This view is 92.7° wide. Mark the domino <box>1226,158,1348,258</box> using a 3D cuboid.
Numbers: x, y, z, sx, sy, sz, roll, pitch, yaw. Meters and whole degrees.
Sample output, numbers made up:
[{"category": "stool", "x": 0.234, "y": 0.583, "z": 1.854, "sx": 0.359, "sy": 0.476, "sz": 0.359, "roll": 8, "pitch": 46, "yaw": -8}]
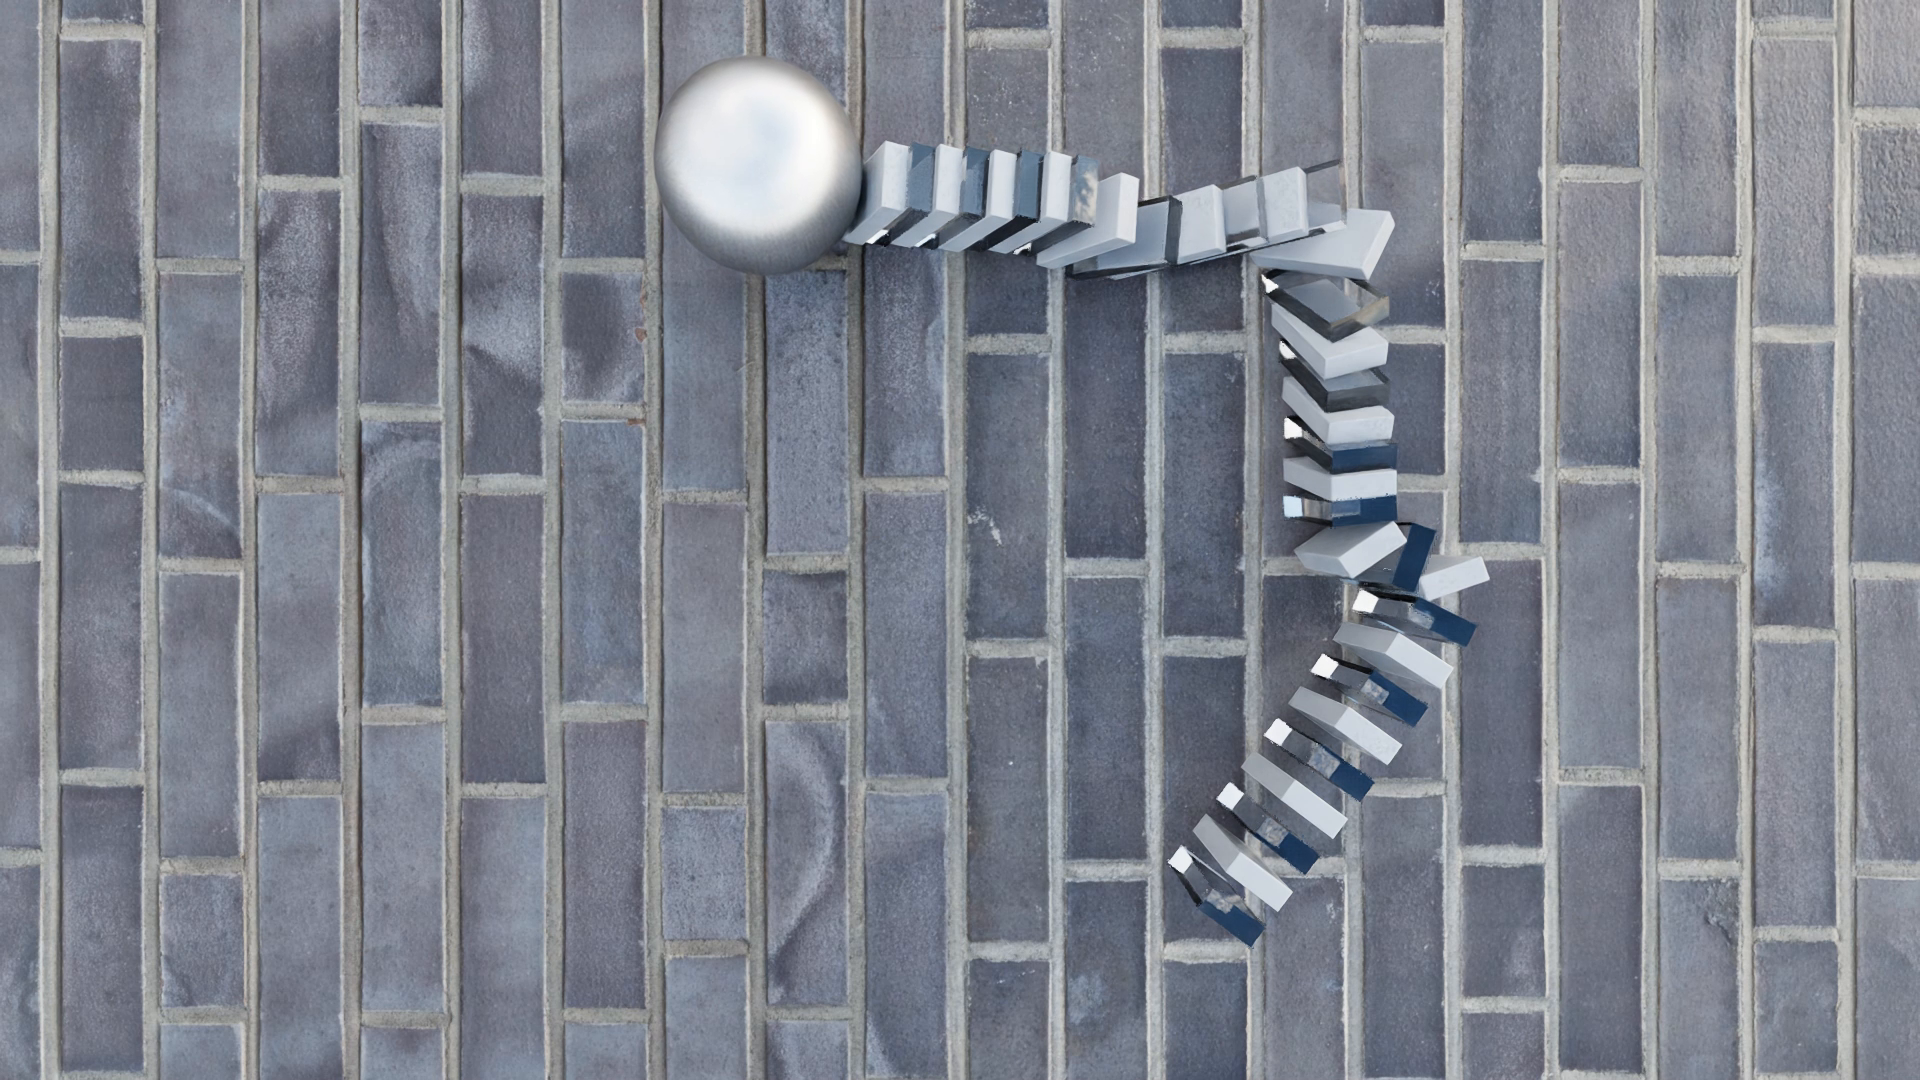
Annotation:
[{"category": "domino", "x": 0.133, "y": -0.137, "z": 0.380, "sx": 0.050, "sy": 0.010, "sz": 0.025, "roll": -4, "pitch": 86, "yaw": 38}]

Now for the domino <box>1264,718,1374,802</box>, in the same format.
[{"category": "domino", "x": 0.146, "y": 0.089, "z": 0.375, "sx": 0.025, "sy": 0.050, "sz": 0.010, "roll": 36, "pitch": 90, "yaw": 0}]

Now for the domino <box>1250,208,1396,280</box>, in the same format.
[{"category": "domino", "x": 0.149, "y": -0.124, "z": 0.380, "sx": 0.050, "sy": 0.010, "sz": 0.025, "roll": 25, "pitch": 89, "yaw": 42}]

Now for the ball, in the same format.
[{"category": "ball", "x": -0.079, "y": -0.145, "z": 0.360, "sx": 0.080, "sy": 0.080, "sz": 0.080, "roll": 0, "pitch": 90, "yaw": 0}]

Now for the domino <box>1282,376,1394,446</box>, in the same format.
[{"category": "domino", "x": 0.154, "y": -0.055, "z": 0.376, "sx": 0.025, "sy": 0.050, "sz": 0.009, "roll": -6, "pitch": 121, "yaw": 0}]

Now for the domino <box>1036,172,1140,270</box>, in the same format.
[{"category": "domino", "x": 0.051, "y": -0.130, "z": 0.377, "sx": 0.010, "sy": 0.050, "sz": 0.025, "roll": 4, "pitch": 90, "yaw": -34}]

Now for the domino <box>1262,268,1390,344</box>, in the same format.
[{"category": "domino", "x": 0.150, "y": -0.101, "z": 0.378, "sx": 0.025, "sy": 0.050, "sz": 0.010, "roll": -26, "pitch": 132, "yaw": 0}]

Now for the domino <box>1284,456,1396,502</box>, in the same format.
[{"category": "domino", "x": 0.154, "y": -0.026, "z": 0.375, "sx": 0.025, "sy": 0.050, "sz": 0.010, "roll": -6, "pitch": 103, "yaw": 0}]

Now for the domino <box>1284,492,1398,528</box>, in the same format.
[{"category": "domino", "x": 0.154, "y": -0.013, "z": 0.375, "sx": 0.025, "sy": 0.050, "sz": 0.010, "roll": -6, "pitch": 96, "yaw": 0}]

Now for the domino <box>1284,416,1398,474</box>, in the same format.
[{"category": "domino", "x": 0.155, "y": -0.041, "z": 0.375, "sx": 0.025, "sy": 0.050, "sz": 0.010, "roll": -6, "pitch": 113, "yaw": 0}]

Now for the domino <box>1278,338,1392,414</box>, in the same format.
[{"category": "domino", "x": 0.153, "y": -0.070, "z": 0.377, "sx": 0.025, "sy": 0.050, "sz": 0.010, "roll": -9, "pitch": 126, "yaw": 0}]

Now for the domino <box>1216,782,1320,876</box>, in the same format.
[{"category": "domino", "x": 0.125, "y": 0.117, "z": 0.375, "sx": 0.025, "sy": 0.050, "sz": 0.010, "roll": 37, "pitch": 90, "yaw": 0}]

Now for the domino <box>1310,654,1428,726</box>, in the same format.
[{"category": "domino", "x": 0.166, "y": 0.061, "z": 0.375, "sx": 0.025, "sy": 0.050, "sz": 0.010, "roll": 35, "pitch": 90, "yaw": 0}]

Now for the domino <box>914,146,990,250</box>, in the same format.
[{"category": "domino", "x": -0.004, "y": -0.139, "z": 0.375, "sx": 0.009, "sy": 0.050, "sz": 0.025, "roll": 4, "pitch": 90, "yaw": -25}]

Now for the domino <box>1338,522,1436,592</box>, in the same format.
[{"category": "domino", "x": 0.173, "y": 0.007, "z": 0.375, "sx": 0.010, "sy": 0.050, "sz": 0.025, "roll": 19, "pitch": 90, "yaw": 0}]

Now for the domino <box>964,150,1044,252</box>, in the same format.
[{"category": "domino", "x": 0.017, "y": -0.137, "z": 0.375, "sx": 0.009, "sy": 0.050, "sz": 0.025, "roll": 4, "pitch": 90, "yaw": -25}]

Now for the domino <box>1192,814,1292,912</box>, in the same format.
[{"category": "domino", "x": 0.114, "y": 0.131, "z": 0.375, "sx": 0.025, "sy": 0.050, "sz": 0.010, "roll": 37, "pitch": 90, "yaw": 0}]

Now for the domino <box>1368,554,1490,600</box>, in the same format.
[{"category": "domino", "x": 0.189, "y": 0.015, "z": 0.375, "sx": 0.025, "sy": 0.050, "sz": 0.010, "roll": -19, "pitch": 90, "yaw": 0}]

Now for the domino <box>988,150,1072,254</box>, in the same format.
[{"category": "domino", "x": 0.027, "y": -0.137, "z": 0.375, "sx": 0.010, "sy": 0.050, "sz": 0.025, "roll": 4, "pitch": 90, "yaw": -25}]

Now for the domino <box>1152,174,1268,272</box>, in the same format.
[{"category": "domino", "x": 0.101, "y": -0.131, "z": 0.381, "sx": 0.050, "sy": 0.010, "sz": 0.025, "roll": -5, "pitch": 88, "yaw": 37}]

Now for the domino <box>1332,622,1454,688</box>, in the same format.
[{"category": "domino", "x": 0.176, "y": 0.046, "z": 0.375, "sx": 0.025, "sy": 0.050, "sz": 0.009, "roll": 32, "pitch": 90, "yaw": 0}]

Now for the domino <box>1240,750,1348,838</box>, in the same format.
[{"category": "domino", "x": 0.135, "y": 0.103, "z": 0.375, "sx": 0.025, "sy": 0.050, "sz": 0.010, "roll": 37, "pitch": 90, "yaw": 0}]

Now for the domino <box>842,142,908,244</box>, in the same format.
[{"category": "domino", "x": -0.035, "y": -0.141, "z": 0.375, "sx": 0.009, "sy": 0.050, "sz": 0.025, "roll": 4, "pitch": 90, "yaw": -25}]

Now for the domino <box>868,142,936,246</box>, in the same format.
[{"category": "domino", "x": -0.025, "y": -0.140, "z": 0.375, "sx": 0.009, "sy": 0.050, "sz": 0.025, "roll": 4, "pitch": 90, "yaw": -25}]

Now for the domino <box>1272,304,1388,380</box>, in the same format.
[{"category": "domino", "x": 0.151, "y": -0.085, "z": 0.378, "sx": 0.025, "sy": 0.050, "sz": 0.010, "roll": -15, "pitch": 130, "yaw": 0}]

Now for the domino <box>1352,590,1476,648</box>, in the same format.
[{"category": "domino", "x": 0.184, "y": 0.031, "z": 0.375, "sx": 0.025, "sy": 0.050, "sz": 0.009, "roll": 26, "pitch": 90, "yaw": 0}]

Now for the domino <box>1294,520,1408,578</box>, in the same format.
[{"category": "domino", "x": 0.158, "y": 0.002, "z": 0.374, "sx": 0.025, "sy": 0.050, "sz": 0.010, "roll": -35, "pitch": 92, "yaw": 2}]

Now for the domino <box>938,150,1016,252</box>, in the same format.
[{"category": "domino", "x": 0.006, "y": -0.138, "z": 0.375, "sx": 0.009, "sy": 0.050, "sz": 0.025, "roll": 4, "pitch": 90, "yaw": -25}]

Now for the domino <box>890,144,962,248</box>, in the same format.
[{"category": "domino", "x": -0.015, "y": -0.140, "z": 0.375, "sx": 0.009, "sy": 0.050, "sz": 0.025, "roll": 4, "pitch": 90, "yaw": -25}]

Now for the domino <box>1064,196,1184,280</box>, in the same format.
[{"category": "domino", "x": 0.067, "y": -0.124, "z": 0.378, "sx": 0.009, "sy": 0.050, "sz": 0.025, "roll": 3, "pitch": 93, "yaw": -44}]

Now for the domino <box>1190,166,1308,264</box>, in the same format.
[{"category": "domino", "x": 0.117, "y": -0.134, "z": 0.380, "sx": 0.050, "sy": 0.009, "sz": 0.025, "roll": -4, "pitch": 86, "yaw": 38}]

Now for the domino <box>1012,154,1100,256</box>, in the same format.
[{"category": "domino", "x": 0.038, "y": -0.136, "z": 0.375, "sx": 0.009, "sy": 0.050, "sz": 0.025, "roll": 4, "pitch": 90, "yaw": -26}]

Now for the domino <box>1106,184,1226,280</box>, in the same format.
[{"category": "domino", "x": 0.084, "y": -0.127, "z": 0.381, "sx": 0.050, "sy": 0.009, "sz": 0.025, "roll": -4, "pitch": 90, "yaw": 37}]

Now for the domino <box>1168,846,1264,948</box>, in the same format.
[{"category": "domino", "x": 0.104, "y": 0.145, "z": 0.375, "sx": 0.025, "sy": 0.050, "sz": 0.010, "roll": 37, "pitch": 90, "yaw": 0}]

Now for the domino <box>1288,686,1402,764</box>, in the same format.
[{"category": "domino", "x": 0.156, "y": 0.075, "z": 0.375, "sx": 0.025, "sy": 0.050, "sz": 0.009, "roll": 36, "pitch": 90, "yaw": 0}]
